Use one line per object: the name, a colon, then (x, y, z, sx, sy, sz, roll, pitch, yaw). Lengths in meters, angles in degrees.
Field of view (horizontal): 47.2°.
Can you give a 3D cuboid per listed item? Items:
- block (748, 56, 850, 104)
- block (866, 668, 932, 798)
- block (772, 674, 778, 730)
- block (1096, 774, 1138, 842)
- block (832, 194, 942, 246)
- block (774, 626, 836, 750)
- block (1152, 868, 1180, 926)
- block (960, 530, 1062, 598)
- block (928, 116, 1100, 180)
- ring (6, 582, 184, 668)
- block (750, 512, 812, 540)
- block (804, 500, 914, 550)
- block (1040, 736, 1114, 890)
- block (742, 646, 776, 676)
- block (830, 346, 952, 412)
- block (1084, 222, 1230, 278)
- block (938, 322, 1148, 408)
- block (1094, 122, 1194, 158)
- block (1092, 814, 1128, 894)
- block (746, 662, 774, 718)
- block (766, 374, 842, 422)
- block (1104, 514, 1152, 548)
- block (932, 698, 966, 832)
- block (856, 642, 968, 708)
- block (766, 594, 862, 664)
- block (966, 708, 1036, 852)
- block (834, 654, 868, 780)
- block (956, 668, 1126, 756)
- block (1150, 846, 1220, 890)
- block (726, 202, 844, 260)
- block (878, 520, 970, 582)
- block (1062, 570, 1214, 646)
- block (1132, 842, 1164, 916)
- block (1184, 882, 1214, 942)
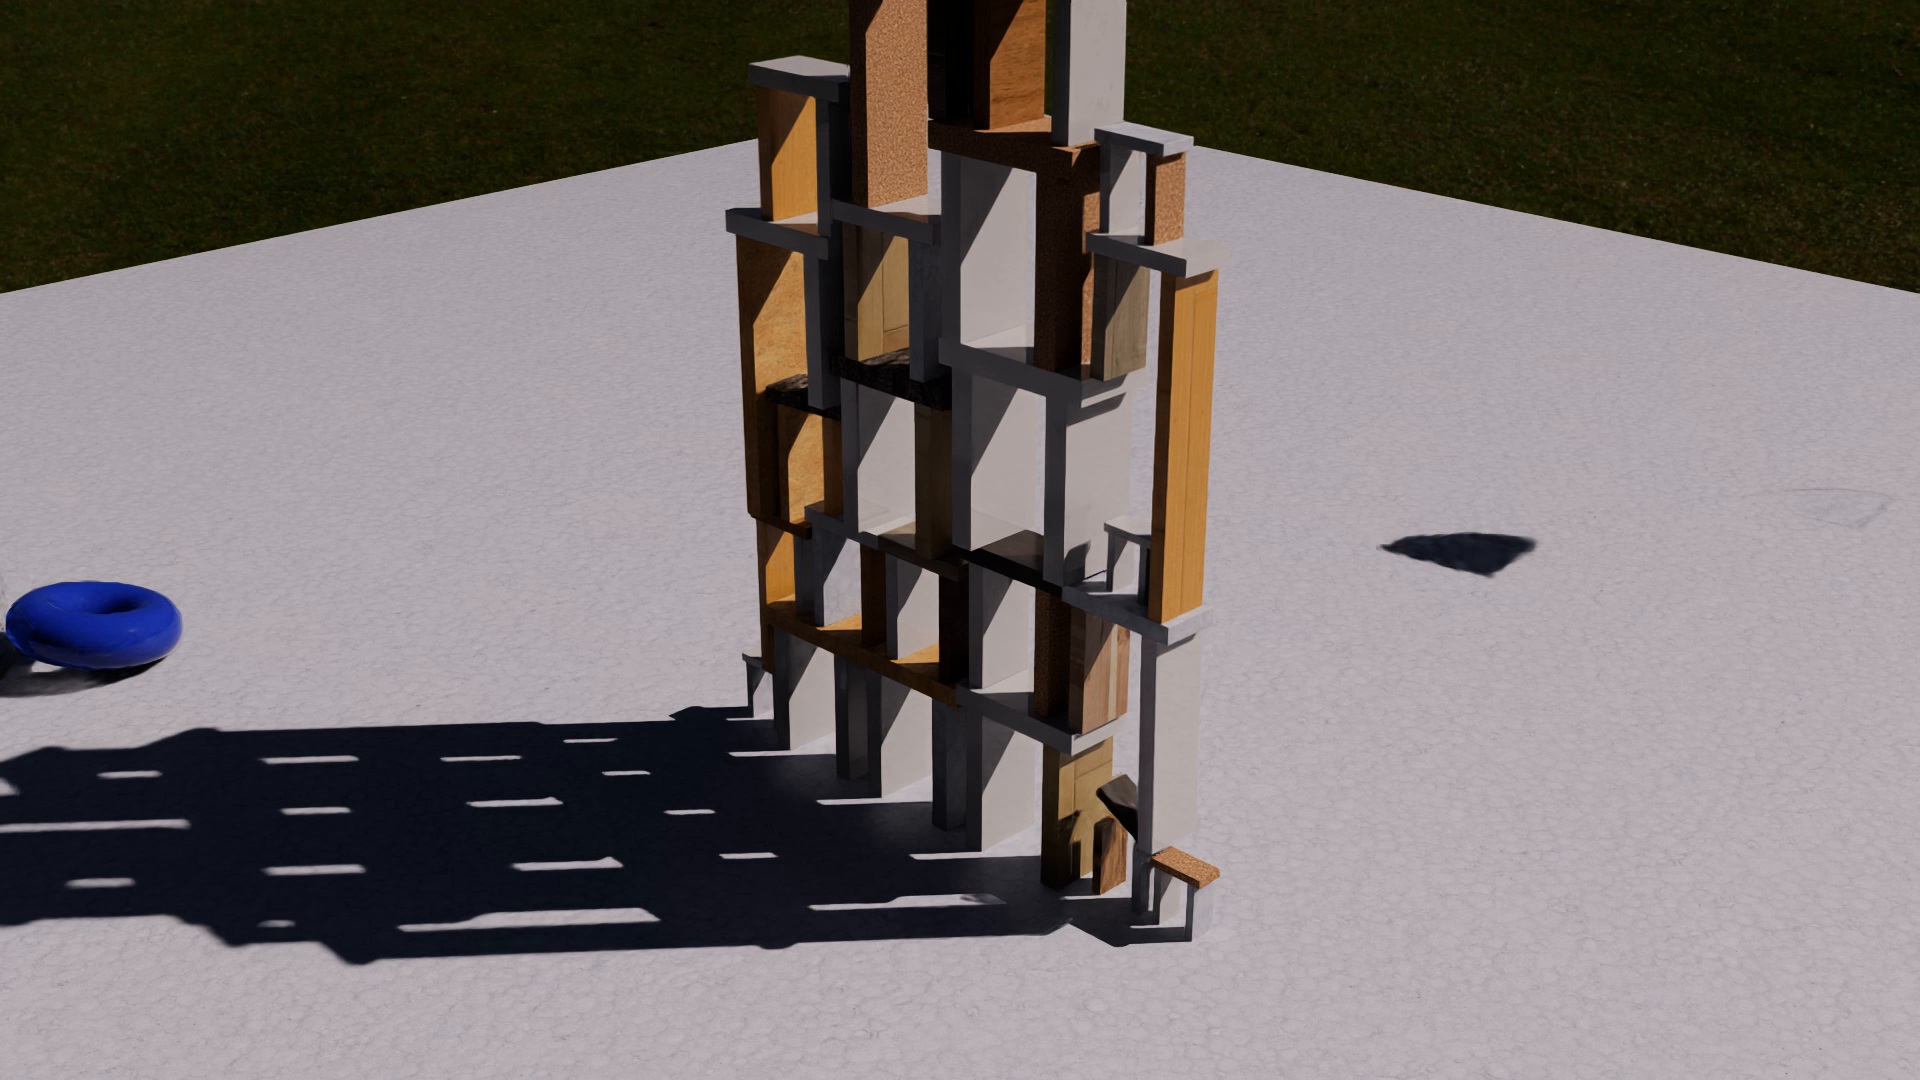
block: (-0.267, -0.868, 4.137, 0.129, 0.036, 0.257, -21, 31, -41)
block: (-0.125, 0.374, 4.516, 0.040, 0.284, 0.142, 21, 31, 41)
block: (-0.376, 0.344, 4.784, 0.018, 0.130, 0.065, 21, 31, 41)
block: (0.327, 0.507, 4.090, 0.074, 0.021, 0.148, -21, 60, -41)
block: (-0.096, -0.601, 4.068, 0.266, 0.038, 0.133, 21, 31, 41)
block: (-0.327, 0.296, 4.704, 0.040, 0.281, 0.140, 21, 31, 41)
block: (0.384, 0.650, 4.079, 0.017, 0.117, 0.059, 21, 31, 41)
block: (0.135, 0.034, 4.098, 0.256, 0.036, 0.128, 21, 31, 41)
block: (0.125, -0.687, 3.796, 0.342, 0.048, 0.171, 21, 31, 41)
ring: (-1.994, 0.195, 5.075, 0.384, 0.128, 0.384, 7, 14, -2)
block: (-0.345, -0.048, 4.572, 0.175, 0.025, 0.088, 21, 31, 41)
block: (-0.200, -0.039, 4.424, 0.109, 0.031, 0.218, -21, 31, -40)
block: (0.223, 0.503, 4.190, 0.043, 0.301, 0.151, 21, 31, 41)
block: (-0.407, 0.263, 4.783, 0.130, 0.018, 0.065, 21, 31, 41)
block: (-0.088, -0.320, 4.192, 0.307, 0.043, 0.153, 21, 31, 41)
block: (0.327, -0.485, 3.656, 0.110, 0.031, 0.220, -21, 32, -40)
block: (0.146, -0.321, 3.935, 0.348, 0.049, 0.174, 21, 31, 41)
block: (0.302, -0.660, 3.616, 0.075, 0.021, 0.149, -21, 32, -40)
block: (0.285, 0.593, 4.173, 0.021, 0.148, 0.074, 21, 31, 41)
block: (-0.437, 0.320, 4.840, 0.018, 0.130, 0.065, 21, 31, 41)
block: (-0.278, -0.285, 4.398, 0.207, 0.029, 0.104, 18, 29, 35)
block: (0.314, -0.015, 3.880, 0.056, 0.016, 0.112, -21, 32, -40)
block: (0.010, 0.426, 4.393, 0.040, 0.284, 0.142, 21, 31, 41)
block: (-0.057, 0.250, 4.391, 0.284, 0.040, 0.142, 21, 31, 41)
block: (-0.261, 0.174, 4.580, 0.281, 0.040, 0.140, 21, 31, 41)
block: (0.081, 0.447, 4.321, 0.043, 0.301, 0.151, 21, 31, 41)
block: (-0.194, 0.348, 4.582, 0.040, 0.281, 0.140, 21, 31, 41)
block: (0.152, 0.316, 4.189, 0.301, 0.043, 0.151, 21, 31, 41)
block: (0.412, 0.599, 4.028, 0.117, 0.017, 0.059, 21, 31, 41)
block: (-0.301, -0.609, 4.287, 0.152, 0.043, 0.304, -21, 31, -40)
block: (-0.043, 0.020, 4.273, 0.111, 0.031, 0.222, -21, 31, -41)
block: (0.317, 0.114, 3.929, 0.125, 0.035, 0.250, -21, 32, -40)
block: (0.354, 0.620, 4.110, 0.074, 0.148, 0.021, -21, 31, -41)
block: (0.439, 0.671, 4.028, 0.017, 0.117, 0.058, 21, 31, 41)
